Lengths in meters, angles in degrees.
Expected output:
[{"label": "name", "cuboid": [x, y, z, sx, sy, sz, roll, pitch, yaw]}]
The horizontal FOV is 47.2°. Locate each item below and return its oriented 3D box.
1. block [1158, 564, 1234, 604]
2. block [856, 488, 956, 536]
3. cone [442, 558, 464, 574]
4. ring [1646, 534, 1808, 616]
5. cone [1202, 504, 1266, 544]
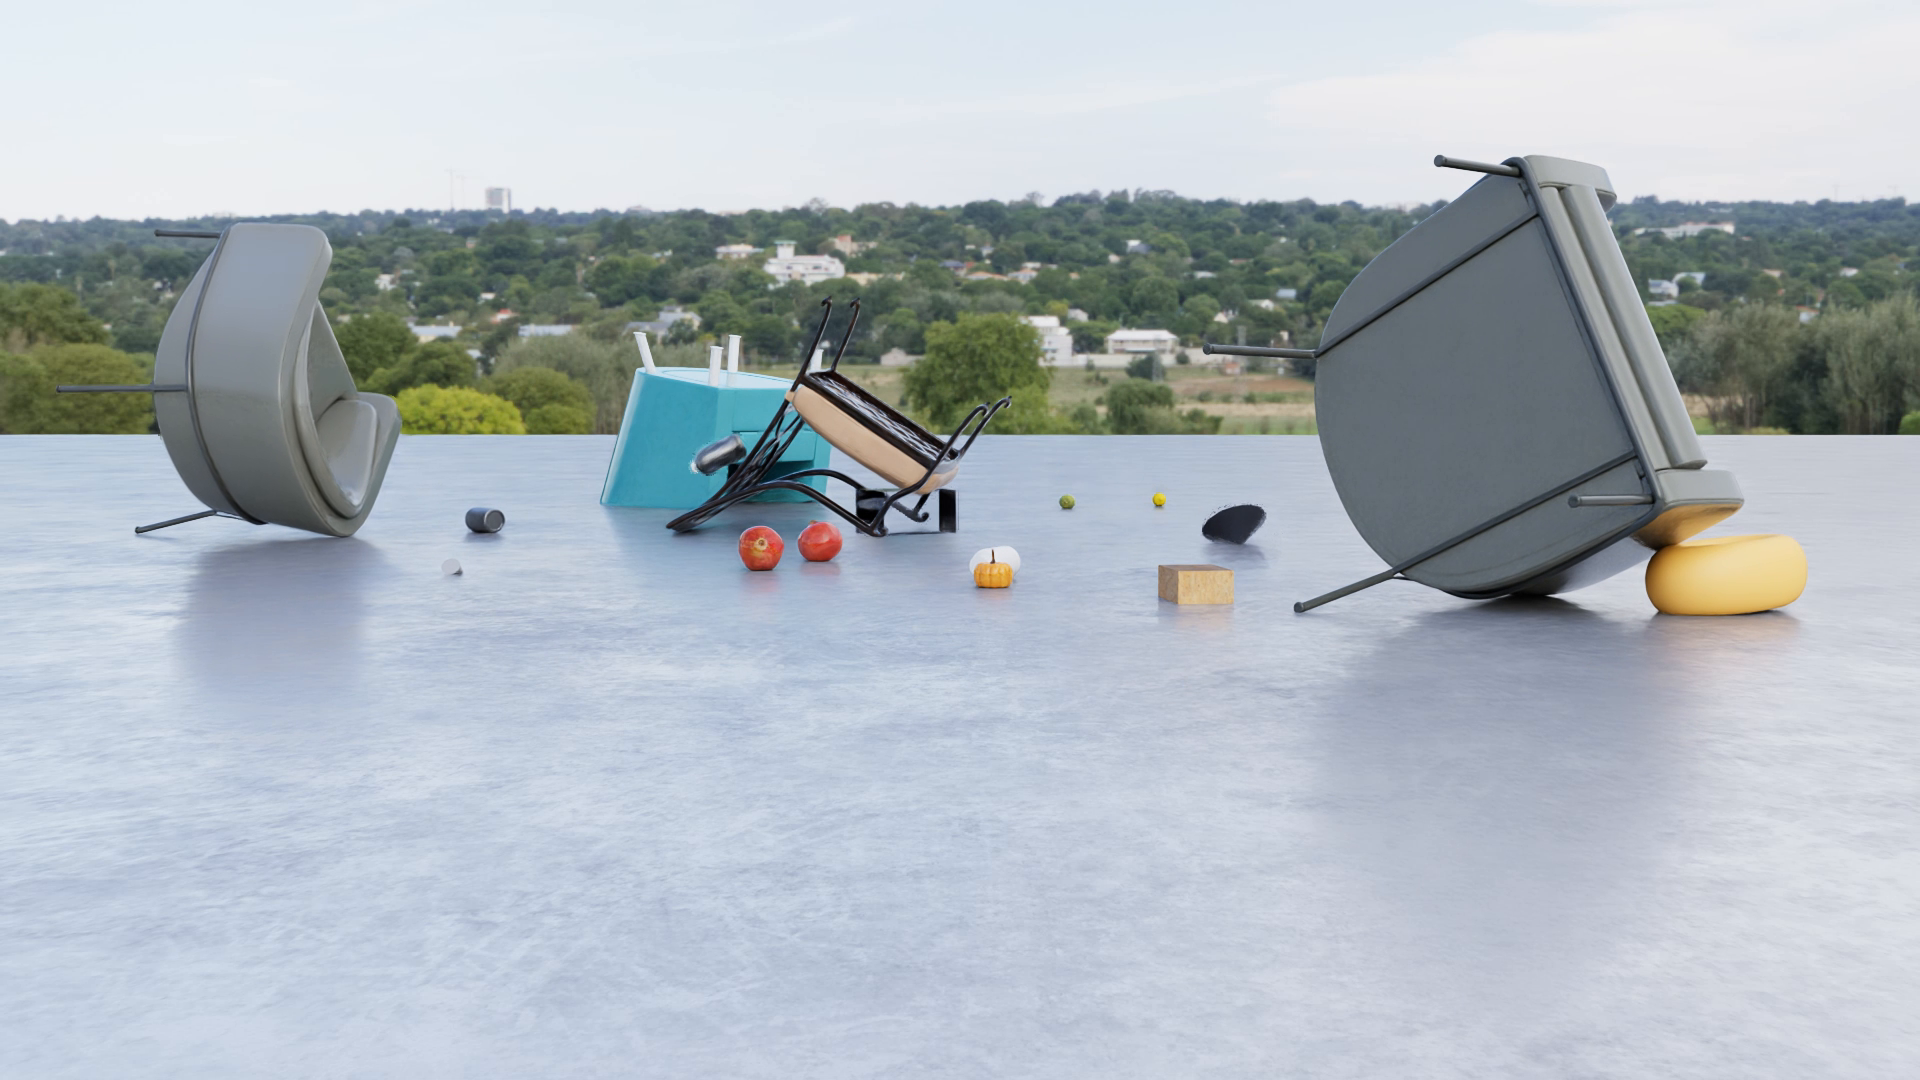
[{"label": "block", "cuboid": [0.501, 0.093, 4.683, 0.119, 0.069, 0.170, -1, 4, -9]}, {"label": "block", "cuboid": [-0.169, -0.090, 6.861, 0.262, 0.136, 0.174, -2, 5, -32]}, {"label": "cone", "cuboid": [-1.227, 0.072, 5.366, 0.061, 0.039, 0.049, 1, -18, 30]}, {"label": "ring", "cuboid": [1.557, 0.071, 4.464, 0.390, 0.143, 0.246, -6, 3, -31]}, {"label": "cone", "cuboid": [0.804, -0.017, 6.363, 0.194, 0.074, 0.190, 11, -40, -35]}]
